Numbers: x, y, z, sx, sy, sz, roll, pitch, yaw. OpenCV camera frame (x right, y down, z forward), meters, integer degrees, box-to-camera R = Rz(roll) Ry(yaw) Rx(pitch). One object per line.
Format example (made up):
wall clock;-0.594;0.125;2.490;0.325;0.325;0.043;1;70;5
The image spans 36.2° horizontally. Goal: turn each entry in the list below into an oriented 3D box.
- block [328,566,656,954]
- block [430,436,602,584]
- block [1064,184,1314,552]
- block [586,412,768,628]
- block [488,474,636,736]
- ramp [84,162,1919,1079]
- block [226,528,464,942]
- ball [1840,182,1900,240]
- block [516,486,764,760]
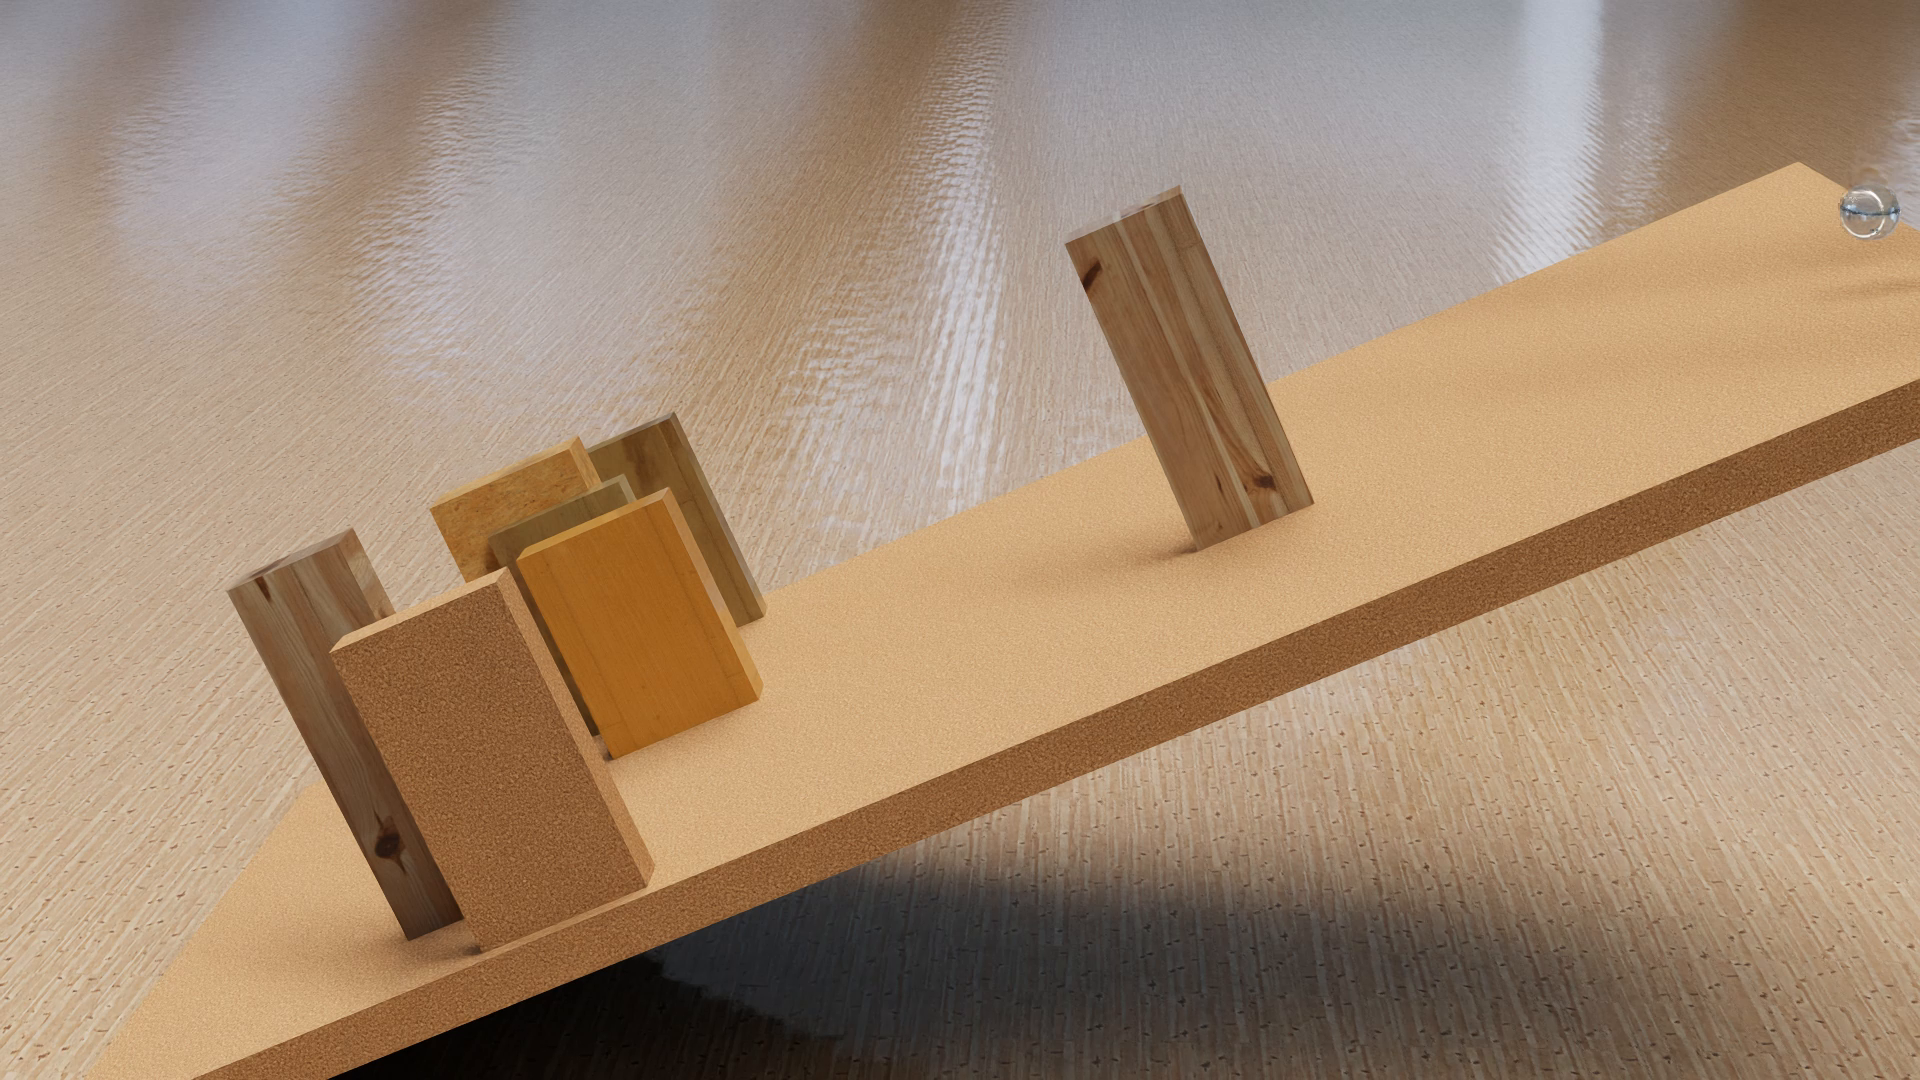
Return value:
block;-0.863;0.411;5.460;0.342;0.639;0.107;-23;13;8
block;-0.910;0.122;6.759;0.353;0.623;0.134;-23;13;8
block;0.466;-0.347;5.961;0.254;0.688;0.122;-23;13;8
block;-0.733;0.002;7.118;0.335;0.536;0.080;-23;13;8
block;-0.805;0.153;6.679;0.329;0.518;0.080;-23;13;8
ramp;0.131;0.170;6.285;4.000;0.100;2.000;-23;13;8
block;-1.132;0.383;5.749;0.240;0.780;0.120;-23;13;8
ball;1.743;-0.629;5.634;0.109;0.109;0.109;0;15;0
block;-0.694;0.183;6.413;0.351;0.491;0.110;-23;13;8
